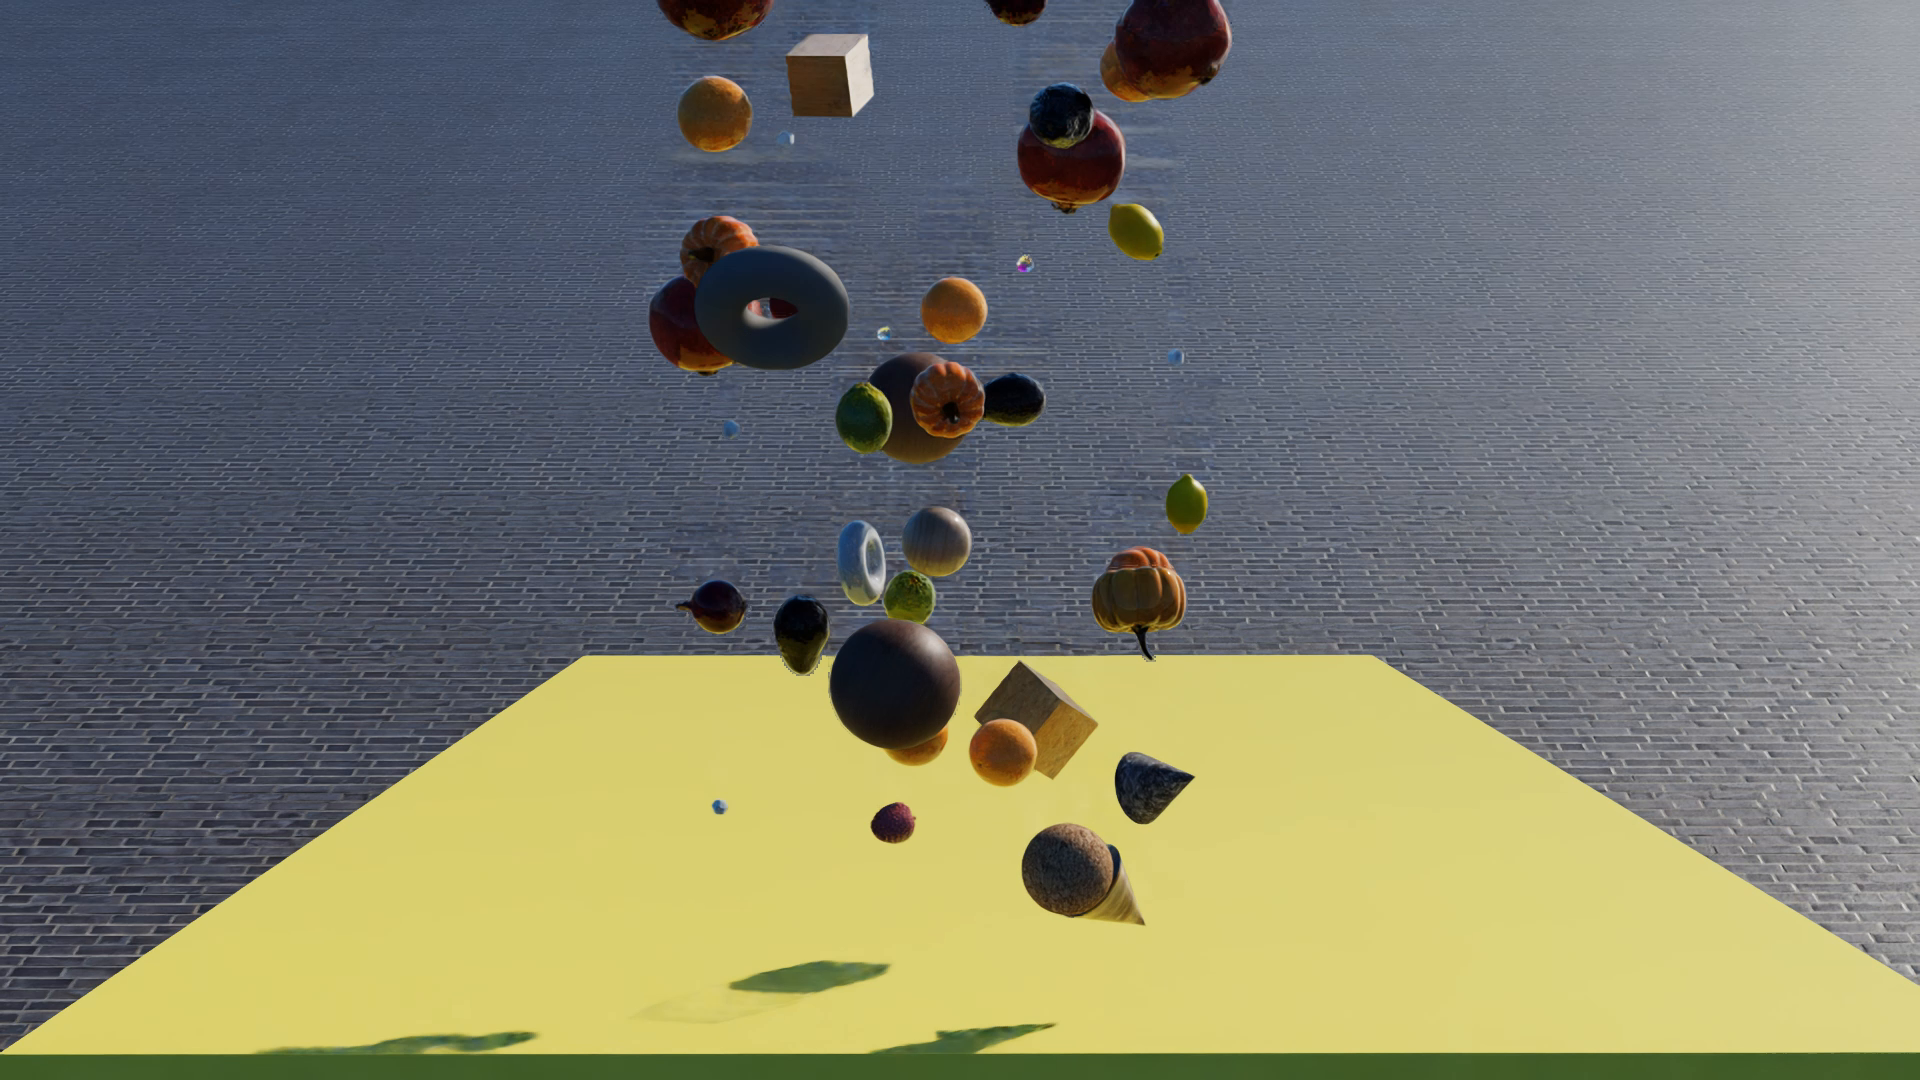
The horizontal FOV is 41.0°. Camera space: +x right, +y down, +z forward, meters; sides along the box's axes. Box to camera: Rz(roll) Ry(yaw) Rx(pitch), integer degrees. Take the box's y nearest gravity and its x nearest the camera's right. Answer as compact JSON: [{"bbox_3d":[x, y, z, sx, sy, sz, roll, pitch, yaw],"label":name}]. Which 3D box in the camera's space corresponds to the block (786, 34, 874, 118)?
[{"bbox_3d":[-0.127,-0.455,2.516,0.062,0.062,0.062,4,30,18],"label":"block"}]

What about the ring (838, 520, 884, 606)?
[{"bbox_3d":[-0.112,0.026,2.909,0.033,0.098,0.098,-6,19,17],"label":"ring"}]

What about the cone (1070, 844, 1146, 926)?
[{"bbox_3d":[0.166,0.383,2.709,0.090,0.090,0.090,40,7,-24],"label":"cone"}]

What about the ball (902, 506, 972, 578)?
[{"bbox_3d":[-0.026,0.002,2.822,0.078,0.078,0.078,0,21,0],"label":"ball"}]

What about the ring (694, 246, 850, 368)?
[{"bbox_3d":[-0.176,-0.217,2.408,0.146,0.146,0.049,0,53,-1],"label":"ring"}]

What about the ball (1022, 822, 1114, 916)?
[{"bbox_3d":[0.110,0.337,2.637,0.094,0.094,0.094,0,21,0],"label":"ball"}]

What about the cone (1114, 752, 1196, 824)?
[{"bbox_3d":[0.219,0.256,2.716,0.079,0.079,0.079,-17,5,43],"label":"cone"}]

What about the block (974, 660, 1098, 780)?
[{"bbox_3d":[0.091,0.215,3.070,0.087,0.087,0.087,43,5,40],"label":"block"}]

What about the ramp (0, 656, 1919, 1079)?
[{"bbox_3d":[0.050,0.449,4.532,2.000,0.100,4.000,0,3,0],"label":"ramp"}]
